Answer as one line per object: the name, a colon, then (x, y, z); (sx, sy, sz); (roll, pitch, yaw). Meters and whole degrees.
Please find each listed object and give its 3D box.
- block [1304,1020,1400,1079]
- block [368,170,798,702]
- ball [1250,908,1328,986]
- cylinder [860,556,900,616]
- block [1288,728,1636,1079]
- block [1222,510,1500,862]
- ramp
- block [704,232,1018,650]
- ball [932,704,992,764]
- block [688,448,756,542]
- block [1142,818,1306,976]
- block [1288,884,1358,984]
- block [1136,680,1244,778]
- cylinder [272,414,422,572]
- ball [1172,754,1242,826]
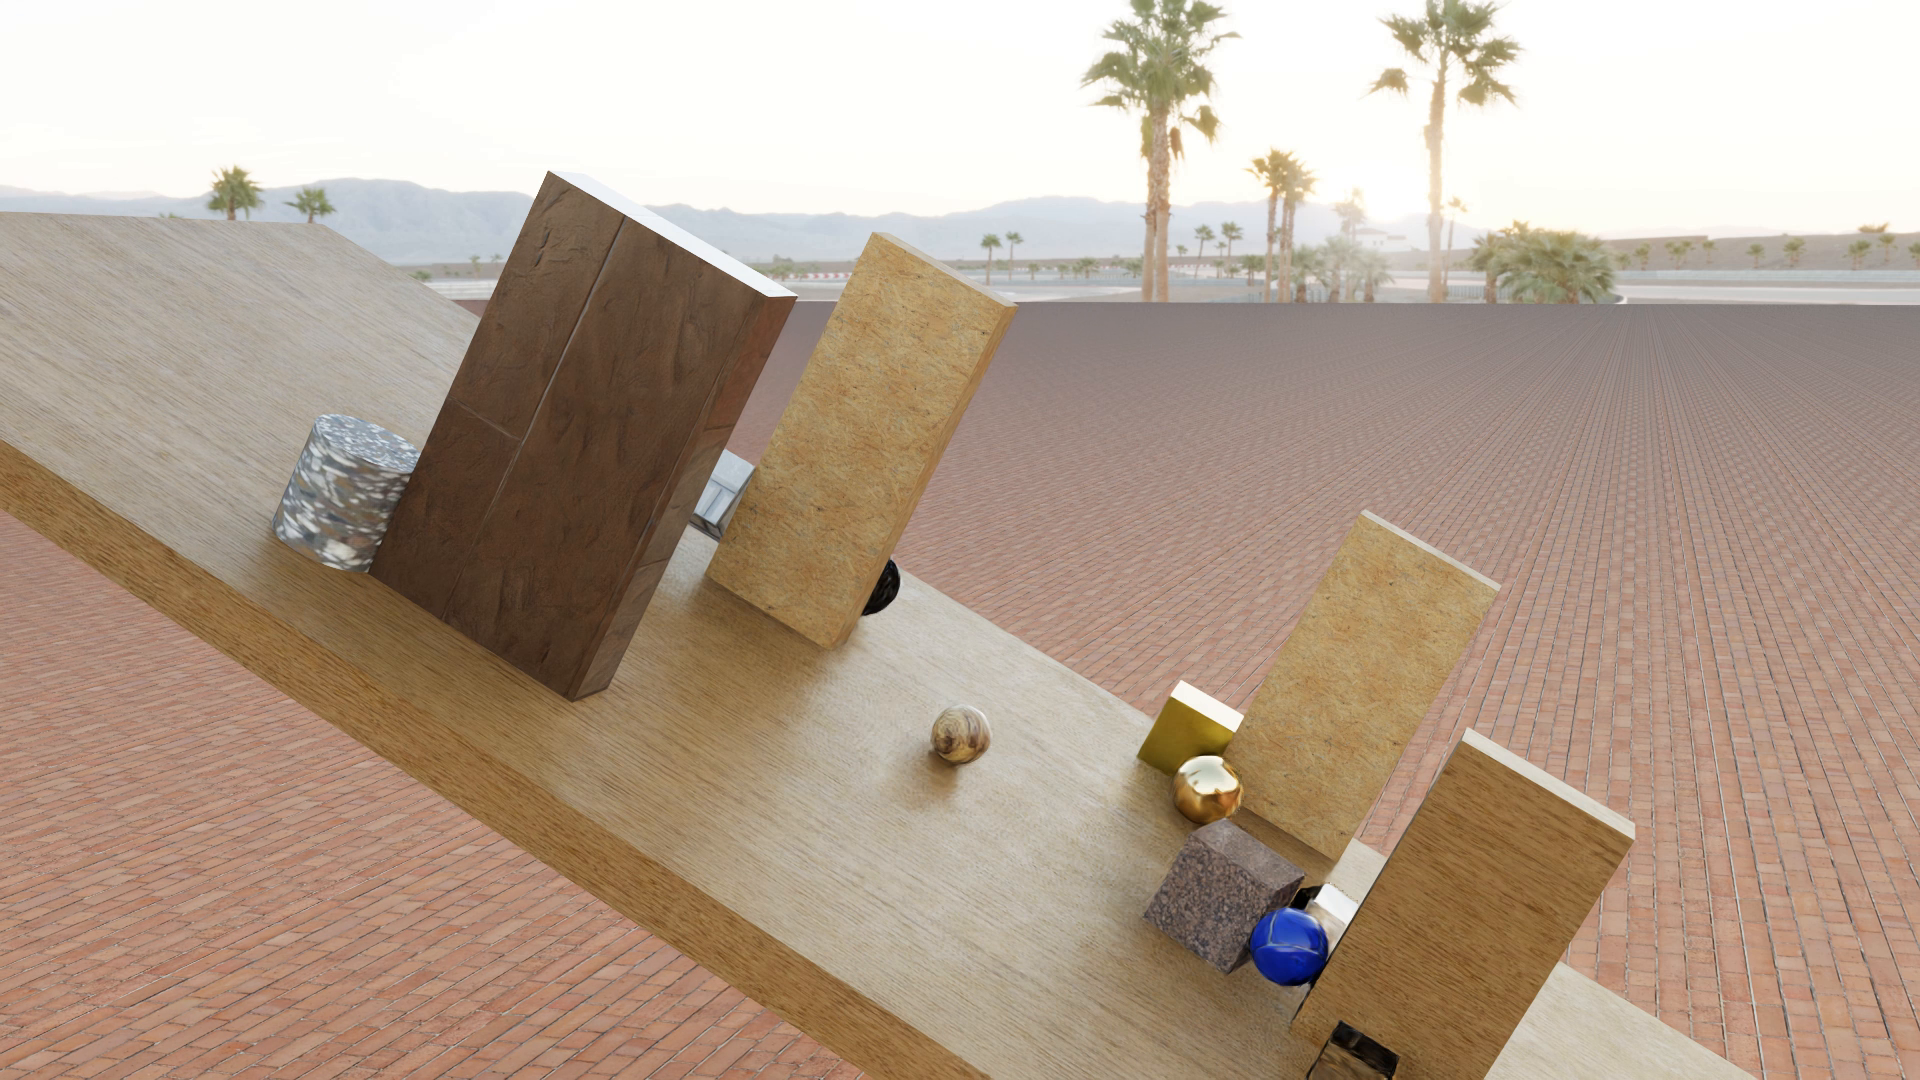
block: (0.620, 0.857, 3.508); (0.110, 0.110, 0.110); (31, 14, 12)
block: (-0.616, -0.166, 3.554); (0.418, 0.738, 0.127); (30, 14, 12)
ball: (0.563, 0.696, 3.760); (0.133, 0.133, 0.133); (0, 7, 0)
cylinder: (-0.214, 0.064, 4.700); (0.147, 0.147, 0.147); (-2, 22, -13)
block: (0.832, 0.647, 3.667); (0.310, 0.584, 0.112); (30, 14, 12)
block: (0.832, 0.310, 4.673); (0.324, 0.676, 0.090); (30, 14, 12)
ramp: (-0.218, 0.362, 4.145); (4.000, 0.100, 2.000); (30, 14, 12)
block: (-0.200, -0.193, 4.350); (0.304, 0.772, 0.094); (30, 14, 12)
ball: (0.004, 0.364, 4.115); (0.111, 0.111, 0.111); (0, 7, 0)
block: (-0.502, -0.102, 4.420); (0.142, 0.142, 0.142); (30, -14, 11)
block: (0.470, 0.629, 3.896); (0.179, 0.179, 0.179); (33, 15, 21)
block: (0.667, 0.725, 4.017); (0.132, 0.132, 0.132); (36, 16, 29)
block: (0.495, 0.422, 4.725); (0.156, 0.156, 0.156); (30, 14, 8)
cylinder: (-1.010, -0.078, 3.638); (0.192, 0.192, 0.192); (26, 14, -7)
ball: (0.501, 0.508, 4.461); (0.143, 0.143, 0.143); (0, 7, 0)
